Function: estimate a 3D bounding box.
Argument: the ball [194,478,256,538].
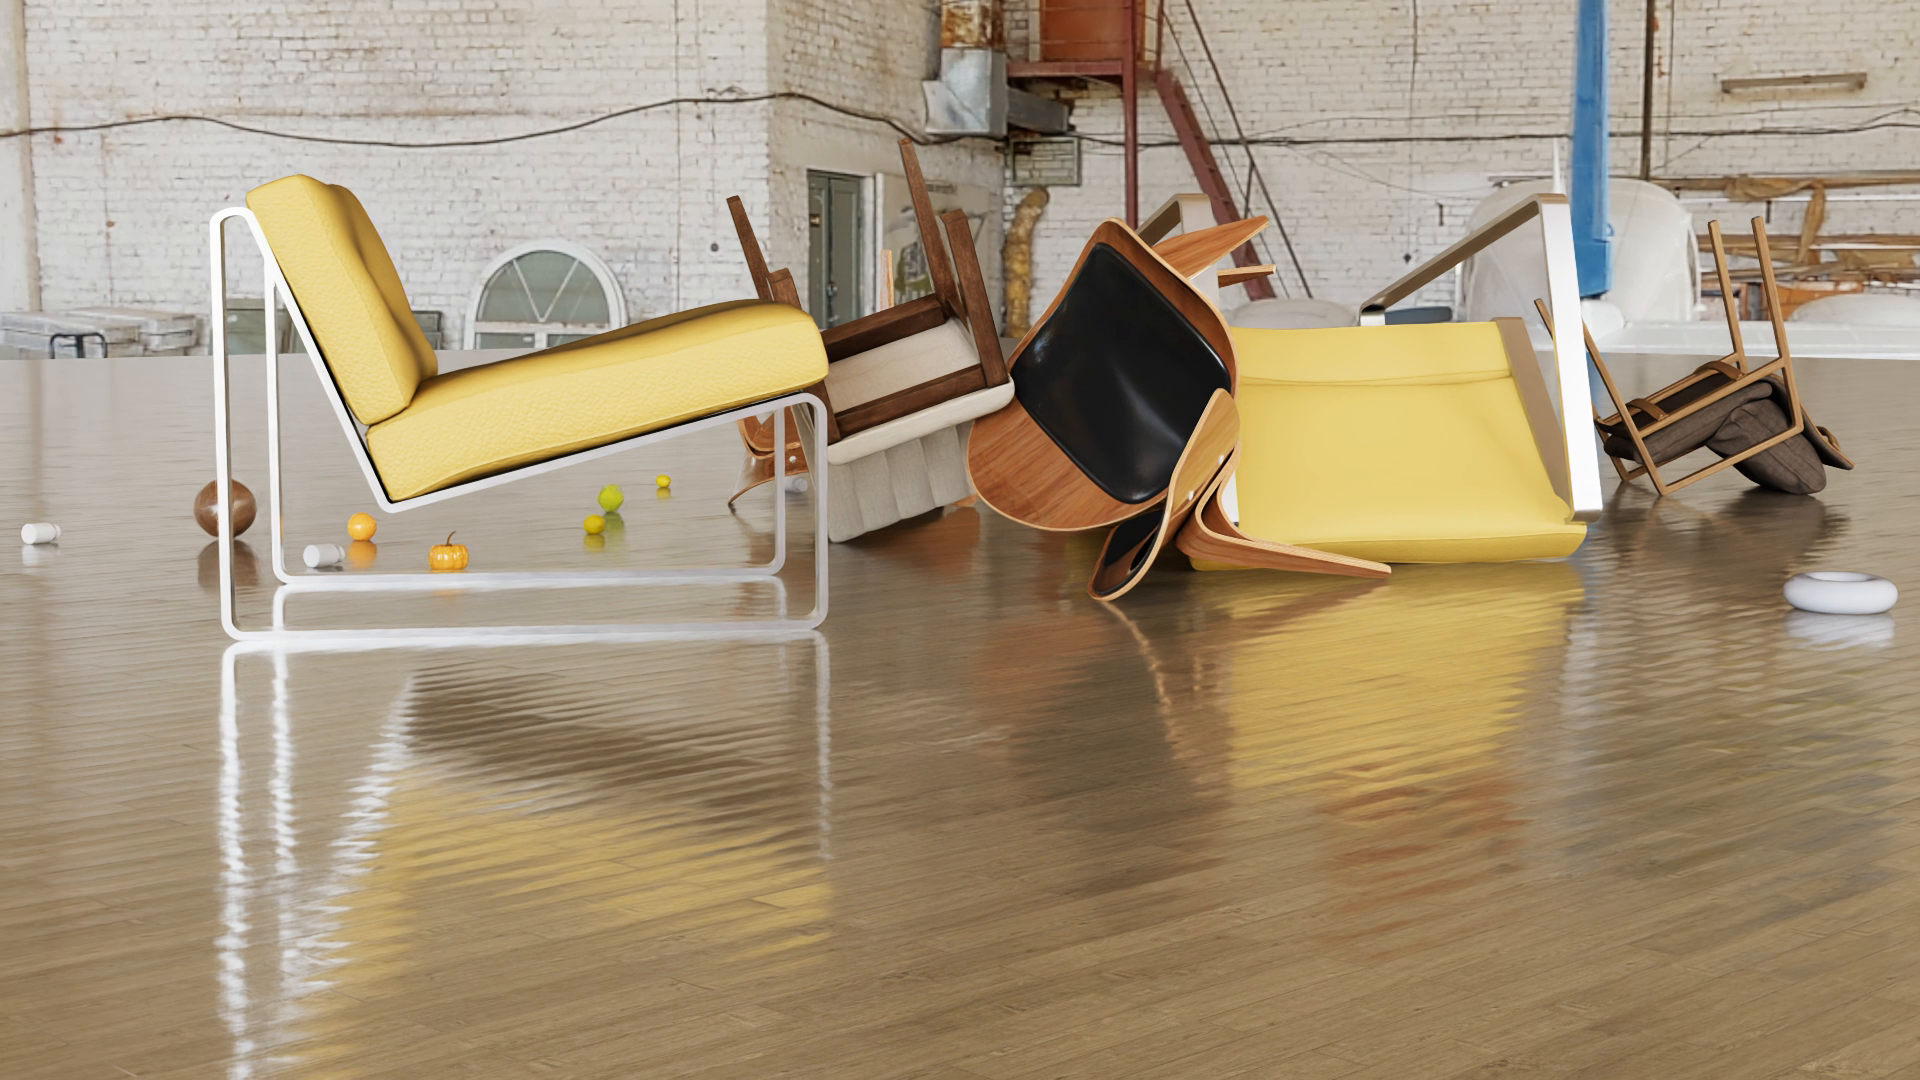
[{"bbox_3d":[-1.844,-0.079,6.441,0.152,0.152,0.152,0,6,0],"label":"ball"}]

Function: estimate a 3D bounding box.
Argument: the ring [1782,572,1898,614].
[{"bbox_3d":[1.743,0.104,5.083,0.217,0.066,0.217,7,10,43],"label":"ring"}]

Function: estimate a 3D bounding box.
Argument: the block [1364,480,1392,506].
[{"bbox_3d":[1.204,-0.134,7.393,0.058,0.066,0.068,3,7,30],"label":"block"}]

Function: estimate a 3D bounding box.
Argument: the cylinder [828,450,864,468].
[{"bbox_3d":[-0.395,-0.278,8.825,0.088,0.059,0.101,-3,6,-29],"label":"cylinder"}]

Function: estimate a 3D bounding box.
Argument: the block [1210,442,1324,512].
[{"bbox_3d":[0.875,-0.183,7.334,0.199,0.176,0.276,-3,7,-28],"label":"block"}]
